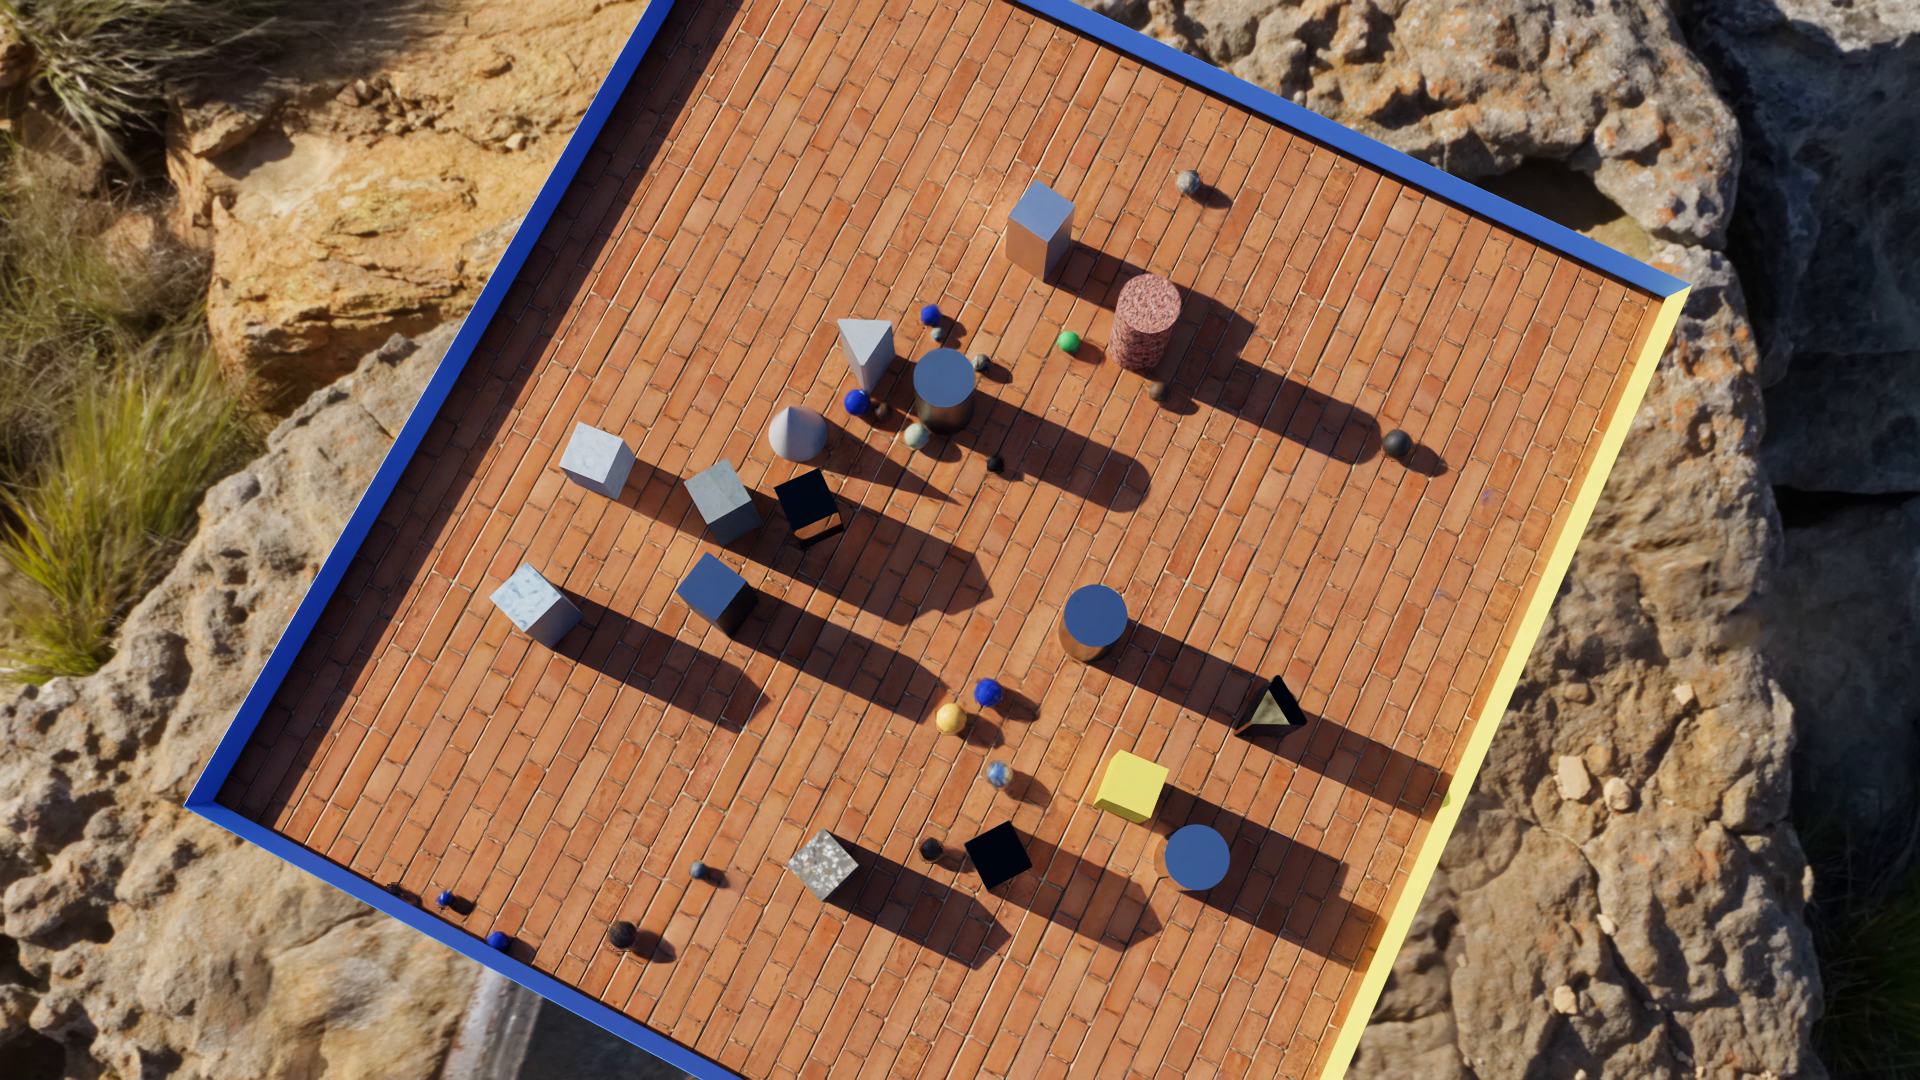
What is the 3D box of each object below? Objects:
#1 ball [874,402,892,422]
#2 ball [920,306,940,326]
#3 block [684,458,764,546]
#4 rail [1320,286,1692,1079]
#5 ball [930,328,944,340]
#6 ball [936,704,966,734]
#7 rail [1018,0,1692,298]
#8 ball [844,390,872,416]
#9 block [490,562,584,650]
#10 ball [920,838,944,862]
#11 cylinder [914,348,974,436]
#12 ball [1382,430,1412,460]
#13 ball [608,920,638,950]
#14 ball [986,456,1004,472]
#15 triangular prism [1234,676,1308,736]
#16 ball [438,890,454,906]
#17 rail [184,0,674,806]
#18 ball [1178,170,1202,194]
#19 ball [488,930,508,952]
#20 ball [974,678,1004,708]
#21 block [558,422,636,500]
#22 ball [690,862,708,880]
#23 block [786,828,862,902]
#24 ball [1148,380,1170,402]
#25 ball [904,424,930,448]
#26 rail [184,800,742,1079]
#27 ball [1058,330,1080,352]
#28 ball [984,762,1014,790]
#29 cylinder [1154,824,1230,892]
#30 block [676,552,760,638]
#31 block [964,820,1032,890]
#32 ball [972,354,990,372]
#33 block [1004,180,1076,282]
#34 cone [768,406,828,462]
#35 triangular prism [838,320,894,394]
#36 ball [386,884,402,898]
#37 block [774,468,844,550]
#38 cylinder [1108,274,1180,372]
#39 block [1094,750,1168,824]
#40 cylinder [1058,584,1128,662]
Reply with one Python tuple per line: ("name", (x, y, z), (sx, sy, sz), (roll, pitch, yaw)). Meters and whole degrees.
("ball", (-0.238, -0.396, 5.670), (0.056, 0.056, 0.056), (0, 78, 0))
("ball", (-0.093, -0.701, 5.729), (0.064, 0.064, 0.064), (0, 78, 0))
("block", (-0.703, -0.109, 5.473), (0.146, 0.325, 0.146), (-30, 80, -6))
("rail", (1.470, 0.726, 5.405), (0.045, 0.118, 3.451), (26, 80, 5))
("ball", (-0.070, -0.644, 5.728), (0.042, 0.042, 0.042), (0, 78, 0))
("ball", (-0.026, 0.531, 5.461), (0.089, 0.089, 0.089), (0, 78, 0))
("rail", (0.761, -1.484, 5.862), (3.334, 0.118, 0.045), (26, 80, 5))
("ball", (-0.317, -0.424, 5.661), (0.084, 0.084, 0.084), (0, 78, 0))
("block", (-1.243, 0.197, 5.404), (0.146, 0.337, 0.146), (44, 82, 8))
("ball", (-0.084, 0.911, 5.393), (0.069, 0.069, 0.069), (0, 78, 0))
("cylinder", (-0.047, -0.445, 5.545), (0.182, 0.320, 0.182), (0, 78, 0))
("ball", (1.344, -0.294, 5.631), (0.091, 0.091, 0.091), (0, 78, 0))
("ball", (-0.980, 1.151, 5.336), (0.083, 0.083, 0.083), (0, 78, 0))
("ball", (0.107, -0.234, 5.638), (0.053, 0.053, 0.053), (0, 78, 0))
("triangular prism", (0.898, 0.483, 5.337), (0.158, 0.352, 0.137), (0, 78, 0))
("ball", (-1.509, 1.052, 5.375), (0.046, 0.046, 0.046), (0, 78, 0))
("rail", (-1.470, -0.714, 5.702), (0.045, 0.118, 3.451), (26, 80, 5))
("ball", (0.726, -1.133, 5.812), (0.075, 0.075, 0.075), (0, 78, 0))
("ball", (-1.347, 1.171, 5.343), (0.061, 0.061, 0.061), (0, 78, 0))
("ball", (0.086, 0.456, 5.478), (0.086, 0.086, 0.086), (0, 78, 0))
("block", (-1.096, -0.237, 5.551), (0.146, 0.223, 0.146), (21, 79, 4))
("ball", (-0.768, 0.972, 5.390), (0.051, 0.051, 0.051), (0, 78, 0))
("block", (-0.389, 0.941, 5.290), (0.146, 0.258, 0.146), (-44, 82, -8))
("ball", (0.616, -0.459, 5.676), (0.069, 0.069, 0.069), (0, 78, 0))
("ball", (-0.133, -0.320, 5.642), (0.079, 0.079, 0.079), (0, 78, 0))
("rail", (-0.761, 1.497, 5.245), (3.334, 0.118, 0.045), (26, 80, 5))
("ball", (0.337, -0.619, 5.710), (0.067, 0.067, 0.067), (0, 78, 0))
("ball", (0.116, 0.698, 5.429), (0.085, 0.085, 0.085), (0, 78, 0))
("cylinder", (0.664, 0.918, 5.272), (0.182, 0.302, 0.182), (0, 78, 0))
("block", (-0.712, 0.166, 5.407), (0.146, 0.342, 0.146), (36, 81, 7))
("block", (0.108, 0.916, 5.309), (0.146, 0.231, 0.146), (-27, 80, -5))
("ball", (0.064, -0.550, 5.700), (0.058, 0.058, 0.058), (0, 78, 0))
("block", (0.244, -0.947, 5.635), (0.146, 0.346, 0.146), (35, 80, 7))
("cone", (-0.503, -0.361, 5.534), (0.182, 0.307, 0.182), (0, 78, 0))
("triangular prism", (-0.303, -0.583, 5.573), (0.137, 0.321, 0.158), (32, 80, 6))
("ball", (-1.661, 1.034, 5.379), (0.046, 0.046, 0.046), (0, 78, 0))
("block", (-0.450, -0.091, 5.497), (0.146, 0.270, 0.146), (-24, 79, -5))
("cylinder", (0.555, -0.653, 5.552), (0.182, 0.390, 0.182), (0, 78, 0))
("block", (0.492, 0.716, 5.298), (0.146, 0.333, 0.146), (22, 79, 4))
("cylinder", (0.389, 0.249, 5.402), (0.182, 0.318, 0.182), (0, 78, 0))
